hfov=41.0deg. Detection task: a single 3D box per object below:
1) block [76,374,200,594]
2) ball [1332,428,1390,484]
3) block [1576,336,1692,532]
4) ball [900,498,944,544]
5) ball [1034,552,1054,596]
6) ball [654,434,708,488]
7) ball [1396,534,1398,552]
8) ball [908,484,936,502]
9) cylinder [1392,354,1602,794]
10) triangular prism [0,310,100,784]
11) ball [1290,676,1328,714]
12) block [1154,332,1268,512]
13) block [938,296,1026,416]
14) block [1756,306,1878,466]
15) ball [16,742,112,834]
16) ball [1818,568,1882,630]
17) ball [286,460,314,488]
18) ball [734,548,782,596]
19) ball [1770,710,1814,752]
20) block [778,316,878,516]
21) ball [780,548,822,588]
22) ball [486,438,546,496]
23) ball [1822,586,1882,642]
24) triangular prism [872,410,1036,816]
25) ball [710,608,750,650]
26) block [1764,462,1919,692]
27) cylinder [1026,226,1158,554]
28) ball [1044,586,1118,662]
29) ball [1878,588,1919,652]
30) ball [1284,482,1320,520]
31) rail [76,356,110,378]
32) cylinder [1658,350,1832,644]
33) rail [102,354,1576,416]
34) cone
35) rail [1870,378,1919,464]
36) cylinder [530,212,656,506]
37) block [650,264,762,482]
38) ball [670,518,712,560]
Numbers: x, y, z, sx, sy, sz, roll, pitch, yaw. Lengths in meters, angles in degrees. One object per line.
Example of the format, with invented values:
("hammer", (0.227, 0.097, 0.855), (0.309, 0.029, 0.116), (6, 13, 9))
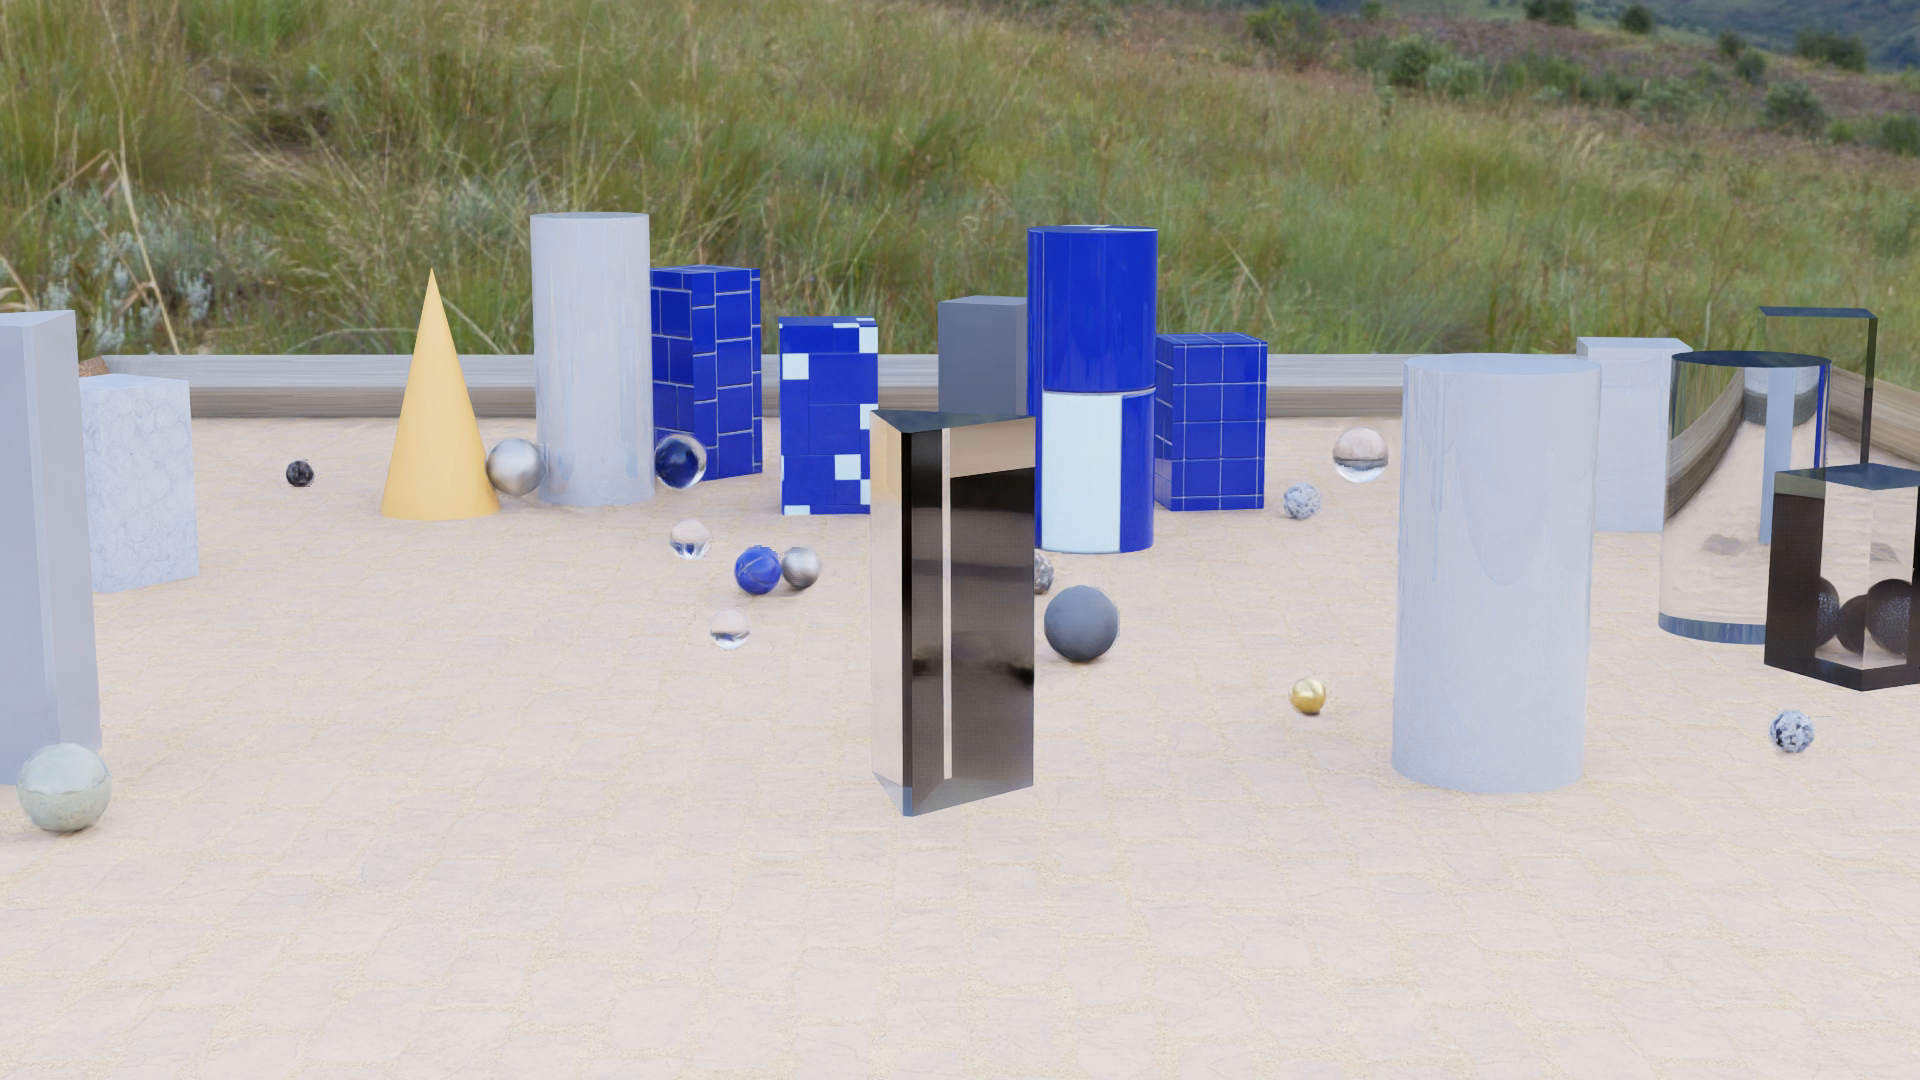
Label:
("block", (-1.211, -0.084, 3.665), (0.159, 0.283, 0.159), (7, 12, 32))
("ball", (0.706, -0.150, 4.523), (0.099, 0.099, 0.099), (0, 10, 0))
("block", (1.072, -0.171, 4.111), (0.159, 0.291, 0.159), (1, 11, 7))
("ball", (-0.059, -0.029, 3.956), (0.070, 0.070, 0.070), (0, 10, 0))
("ball", (0.100, 0.047, 3.564), (0.062, 0.062, 0.062), (0, 10, 0))
("ball", (-0.488, -0.137, 4.470), (0.094, 0.094, 0.094), (0, 10, 0))
("ball", (0.675, 0.005, 3.789), (0.063, 0.063, 0.063), (0, 10, 0))
("ball", (-0.062, -0.069, 4.228), (0.049, 0.049, 0.049), (0, 10, 0))
("cylinder", (0.553, 0.029, 2.658), (0.198, 0.426, 0.198), (0, 10, 0))
("triangular prism", (-0.963, 0.004, 2.668), (0.172, 0.473, 0.149), (5, 12, 25))
("ball", (0.397, 0.177, 2.920), (0.041, 0.041, 0.041), (0, 10, 0))
("block", (0.414, -0.200, 4.307), (0.159, 0.278, 0.159), (-2, 11, -9))
("block", (0.066, -0.297, 4.777), (0.159, 0.298, 0.159), (5, 12, 26))
("block", (1.302, -0.171, 3.934), (0.159, 0.357, 0.159), (2, 11, 13))
("ball", (-0.860, 0.238, 2.465), (0.087, 0.087, 0.087), (0, 10, 0))
("ball", (1.163, 0.077, 3.353), (0.080, 0.080, 0.080), (0, 10, 0))
("ball", (-1.154, -0.115, 4.484), (0.047, 0.047, 0.047), (0, 10, 0))
("ball", (-0.282, 0.044, 3.569), (0.066, 0.066, 0.066), (0, 10, 0))
("ball", (0.893, 0.205, 2.752), (0.046, 0.046, 0.046), (0, 10, 0))
("block", (-0.220, -0.209, 4.264), (0.159, 0.311, 0.159), (-1, 11, -5))
("ball", (-0.224, 0.040, 3.615), (0.057, 0.057, 0.057), (0, 10, 0))
("ball", (-0.732, -0.120, 4.227), (0.096, 0.096, 0.096), (0, 10, 0))
("ball", (1.141, 0.094, 3.280), (0.073, 0.073, 0.073), (0, 10, 0))
("triangular prism", (-0.039, 0.064, 2.595), (0.172, 0.381, 0.149), (-9, 14, -42))
("ball", (-0.290, 0.112, 3.238), (0.052, 0.052, 0.052), (0, 10, 0))
("block", (1.096, 0.041, 3.104), (0.159, 0.240, 0.159), (-5, 12, -26))
("cylinder", (0.200, -0.233, 3.923), (0.198, 0.482, 0.198), (0, 10, 0))
("ball", (0.150, 0.103, 3.174), (0.093, 0.093, 0.093), (0, 10, 0))
("ball", (1.196, 0.101, 3.228), (0.078, 0.078, 0.078), (0, 10, 0))
("ball", (0.555, -0.063, 4.163), (0.060, 0.060, 0.060), (0, 10, 0))
("rail", (-1.760, 0.035, 3.439), (0.045, 0.129, 3.926), (0, 10, 0))
("cylinder", (1.017, -0.059, 3.332), (0.198, 0.354, 0.198), (0, 10, 0))
("rail", (-0.011, -0.320, 5.356), (3.567, 0.129, 0.045), (0, 10, 0))
("cone", (-0.862, -0.247, 4.220), (0.198, 0.402, 0.198), (0, 10, 0))
("rail", (1.760, 0.031, 3.459), (0.045, 0.129, 3.926), (0, 10, 0))
("cylinder", (-0.621, -0.310, 4.347), (0.198, 0.478, 0.198), (0, 10, 0))
("block", (-0.470, -0.303, 4.614), (0.159, 0.368, 0.159), (10, 14, 43))
("ball", (-0.402, -0.002, 3.826), (0.062, 0.062, 0.062), (0, 10, 0))
